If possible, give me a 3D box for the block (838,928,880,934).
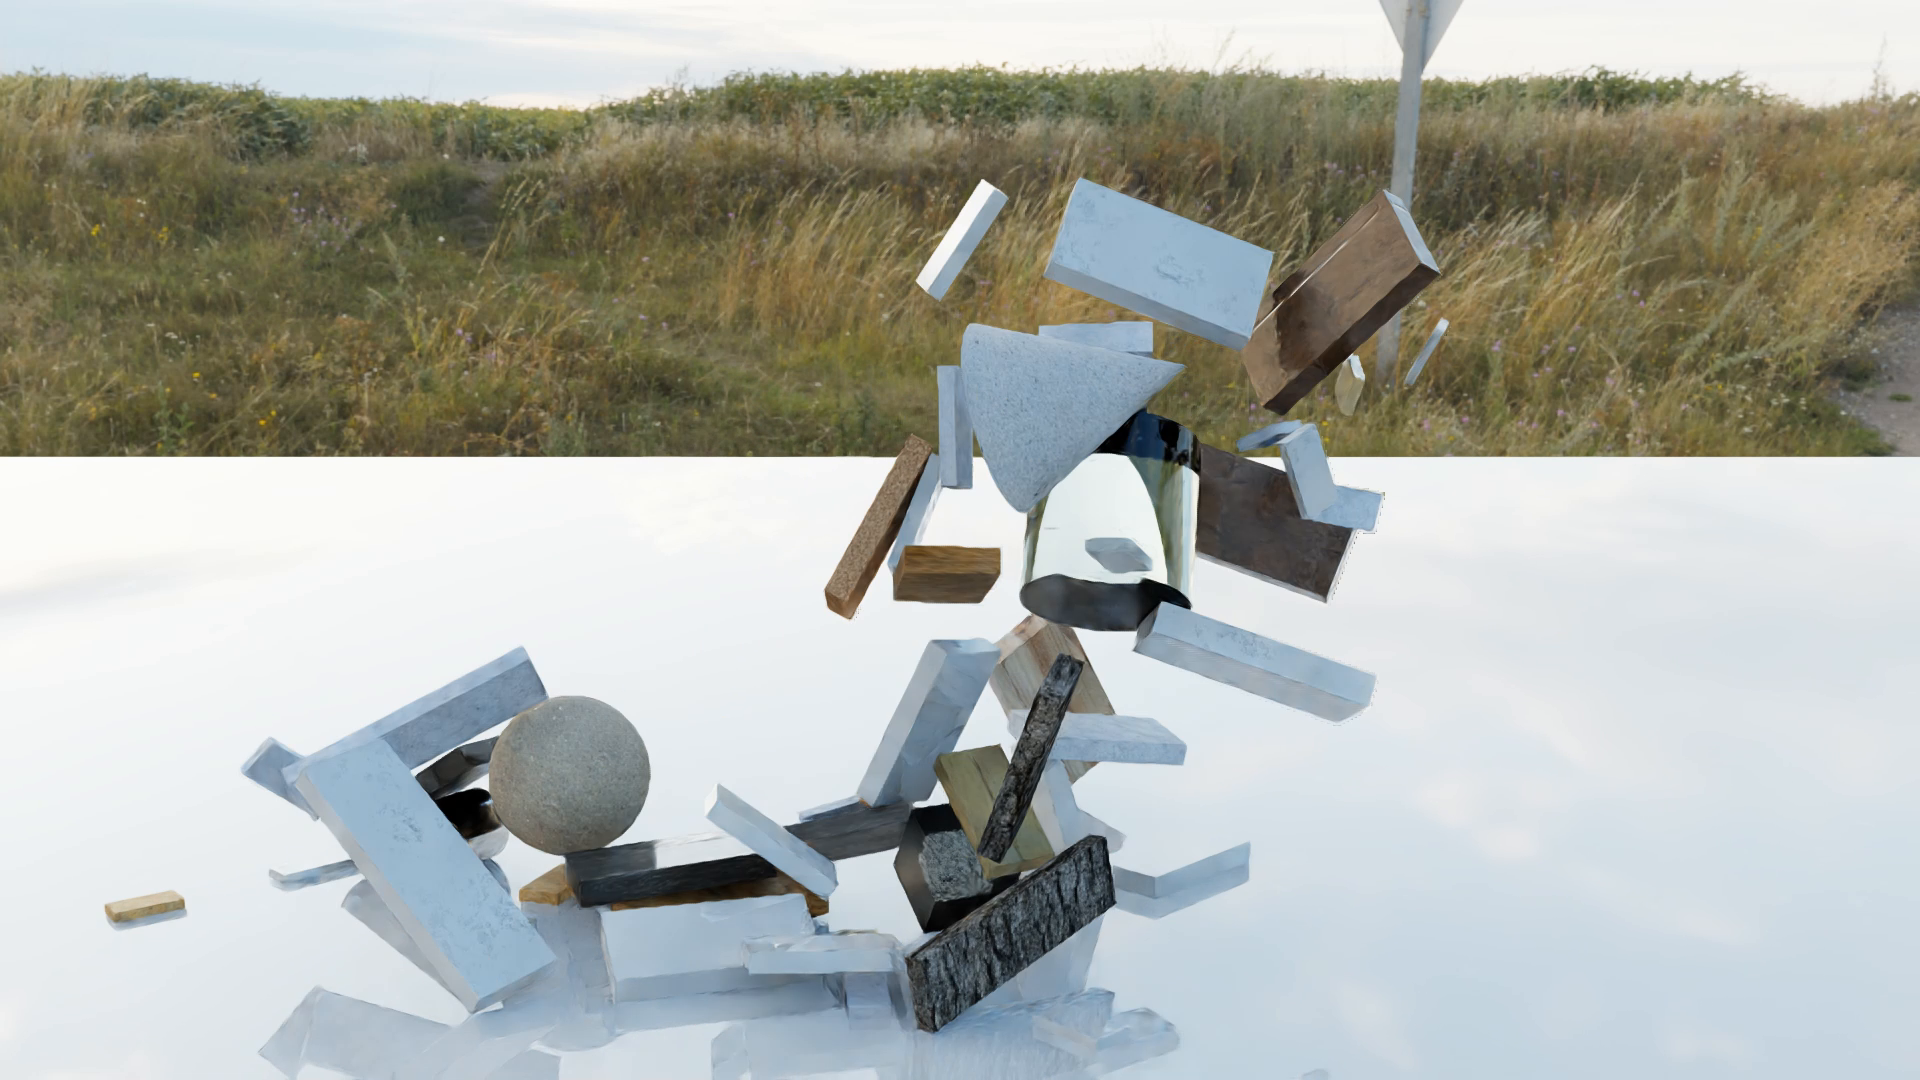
[{"bbox_3d":[-0.152,0.632,3.396,0.063,0.018,0.125,-1,11,-8],"label":"block"}]

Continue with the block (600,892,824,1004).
[{"bbox_3d":[-0.374,0.611,3.304,0.311,0.044,0.156,-3,30,-16],"label":"block"}]

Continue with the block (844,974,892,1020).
[{"bbox_3d":[-0.136,0.666,3.212,0.063,0.018,0.125,-1,11,-6],"label":"block"}]

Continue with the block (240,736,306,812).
[{"bbox_3d":[-1.089,0.383,3.573,0.143,0.072,0.020,43,-1,-40],"label":"block"}]

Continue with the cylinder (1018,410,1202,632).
[{"bbox_3d":[0.245,-0.028,3.578,0.279,0.279,0.279,5,-22,2],"label":"cylinder"}]

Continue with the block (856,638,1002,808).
[{"bbox_3d":[-0.049,0.293,3.540,0.041,0.291,0.145,37,20,32],"label":"block"}]

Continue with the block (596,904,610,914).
[{"bbox_3d":[-0.528,0.574,3.600,0.141,0.020,0.071,-15,10,-12],"label":"block"}]

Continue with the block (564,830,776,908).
[{"bbox_3d":[-0.467,0.522,3.531,0.311,0.044,0.156,-6,10,-18],"label":"block"}]

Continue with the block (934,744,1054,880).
[{"bbox_3d":[0.053,0.431,3.506,0.113,0.032,0.226,-7,49,-25],"label":"block"}]

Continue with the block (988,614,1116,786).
[{"bbox_3d":[0.176,0.300,4.139,0.179,0.358,0.051,-38,38,-14],"label":"block"}]

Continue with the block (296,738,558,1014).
[{"bbox_3d":[-0.798,0.494,3.281,0.461,0.041,0.146,46,40,20],"label":"block"}]

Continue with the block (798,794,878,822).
[{"bbox_3d":[-0.191,0.467,3.663,0.143,0.072,0.020,-16,29,-3],"label":"block"}]

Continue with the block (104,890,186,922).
[{"bbox_3d":[-1.329,0.597,3.588,0.112,0.016,0.056,-8,13,-36],"label":"block"}]

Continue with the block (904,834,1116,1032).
[{"bbox_3d":[0.082,0.575,3.248,0.032,0.113,0.439,4,20,41],"label":"block"}]

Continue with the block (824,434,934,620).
[{"bbox_3d":[-0.130,-0.019,3.586,0.041,0.292,0.146,27,-13,6],"label":"block"}]

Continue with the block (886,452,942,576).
[{"bbox_3d":[-0.068,-0.037,3.587,0.028,0.194,0.097,21,-10,6],"label":"block"}]

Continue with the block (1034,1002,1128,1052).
[{"bbox_3d":[0.170,0.686,3.102,0.063,0.018,0.125,-10,14,-42],"label":"block"}]

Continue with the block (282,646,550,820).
[{"bbox_3d":[-0.885,0.315,3.593,0.426,0.116,0.033,-28,53,-12],"label":"block"}]

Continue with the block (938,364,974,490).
[{"bbox_3d":[-0.007,-0.181,3.558,0.028,0.194,0.097,-2,-3,17],"label":"block"}]

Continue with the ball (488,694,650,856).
[{"bbox_3d":[-0.662,0.399,3.733,0.272,0.272,0.272,0,11,0],"label":"ball"}]

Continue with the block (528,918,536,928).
[{"bbox_3d":[-0.731,0.616,3.484,0.112,0.016,0.056,-1,11,-3],"label":"block"}]

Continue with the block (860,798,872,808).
[{"bbox_3d":[-0.109,0.369,3.601,0.020,0.143,0.072,32,15,34],"label":"block"}]

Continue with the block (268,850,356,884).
[{"bbox_3d":[-1.062,0.553,3.826,0.273,0.016,0.056,-10,15,-44],"label":"block"}]

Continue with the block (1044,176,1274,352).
[{"bbox_3d":[0.317,-0.438,3.497,0.337,0.168,0.048,20,-26,-4],"label":"block"}]

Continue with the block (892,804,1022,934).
[{"bbox_3d":[-0.004,0.519,3.517,0.140,0.140,0.140,-5,45,-26],"label":"block"}]

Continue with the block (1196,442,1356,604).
[{"bbox_3d":[0.483,-0.040,3.718,0.358,0.179,0.051,20,-9,17],"label":"block"}]

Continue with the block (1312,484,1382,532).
[{"bbox_3d":[0.603,-0.054,3.470,0.123,0.062,0.017,10,8,-21],"label":"block"}]

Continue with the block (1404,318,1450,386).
[{"bbox_3d":[0.874,-0.352,4.117,0.017,0.123,0.062,30,31,7],"label":"block"}]

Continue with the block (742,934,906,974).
[{"bbox_3d":[-0.201,0.605,3.216,0.226,0.032,0.113,1,1,-11],"label":"block"}]

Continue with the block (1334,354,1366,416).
[{"bbox_3d":[0.607,-0.243,3.424,0.017,0.062,0.123,17,22,-3],"label":"block"}]

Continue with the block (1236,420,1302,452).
[{"bbox_3d":[0.499,-0.168,3.536,0.067,0.019,0.133,-25,-7,28],"label":"block"}]

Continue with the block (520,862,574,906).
[{"bbox_3d":[-0.671,0.576,3.688,0.071,0.020,0.141,4,11,19],"label":"block"}]

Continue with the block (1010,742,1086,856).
[{"bbox_3d":[0.159,0.465,3.600,0.037,0.264,0.132,-23,22,-17],"label":"block"}]

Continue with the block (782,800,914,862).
[{"bbox_3d":[-0.175,0.481,3.589,0.232,0.033,0.116,-13,-28,12],"label":"block"}]

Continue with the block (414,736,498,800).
[{"bbox_3d":[-0.924,0.435,3.810,0.293,0.041,0.146,-33,-8,19],"label":"block"}]

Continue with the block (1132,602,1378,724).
[{"bbox_3d":[0.466,0.197,3.509,0.358,0.051,0.179,19,-14,-2],"label":"block"}]

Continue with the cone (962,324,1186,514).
[{"bbox_3d":[0.188,-0.211,3.133,0.285,0.285,0.285,-15,6,17],"label":"cone"}]

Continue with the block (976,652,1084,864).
[{"bbox_3d":[0.107,0.331,3.341,0.041,0.298,0.145,23,26,7],"label":"block"}]

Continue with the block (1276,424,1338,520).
[{"bbox_3d":[0.538,-0.106,3.399,0.067,0.133,0.019,-32,24,-25],"label":"block"}]

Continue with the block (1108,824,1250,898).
[{"bbox_3d":[0.366,0.551,3.778,0.132,0.037,0.264,10,14,43],"label":"block"}]

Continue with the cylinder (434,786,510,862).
[{"bbox_3d":[-0.869,0.502,3.795,0.126,0.126,0.126,7,13,35],"label":"cylinder"}]

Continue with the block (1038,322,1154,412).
[{"bbox_3d":[0.209,-0.258,3.427,0.168,0.048,0.337,-2,-14,2],"label":"block"}]

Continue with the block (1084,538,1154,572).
[{"bbox_3d":[0.240,0.023,3.303,0.067,0.019,0.133,-2,-16,21],"label":"block"}]

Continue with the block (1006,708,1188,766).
[{"bbox_3d":[0.225,0.324,3.609,0.264,0.037,0.132,5,13,-23],"label":"block"}]

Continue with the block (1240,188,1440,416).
[{"bbox_3d":[0.587,-0.373,3.471,0.048,0.348,0.168,19,40,-37],"label":"block"}]

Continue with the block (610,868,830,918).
[{"bbox_3d":[-0.381,0.581,3.513,0.311,0.044,0.156,-9,20,-36],"label":"block"}]

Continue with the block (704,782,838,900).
[{"bbox_3d":[-0.298,0.475,3.465,0.232,0.033,0.116,36,3,-9],"label":"block"}]

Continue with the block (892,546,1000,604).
[{"bbox_3d":[-0.024,0.056,3.441,0.145,0.041,0.291,1,-10,-5],"label":"block"}]

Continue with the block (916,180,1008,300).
[{"bbox_3d":[0.002,-0.479,3.507,0.028,0.194,0.097,31,9,-18],"label":"block"}]
